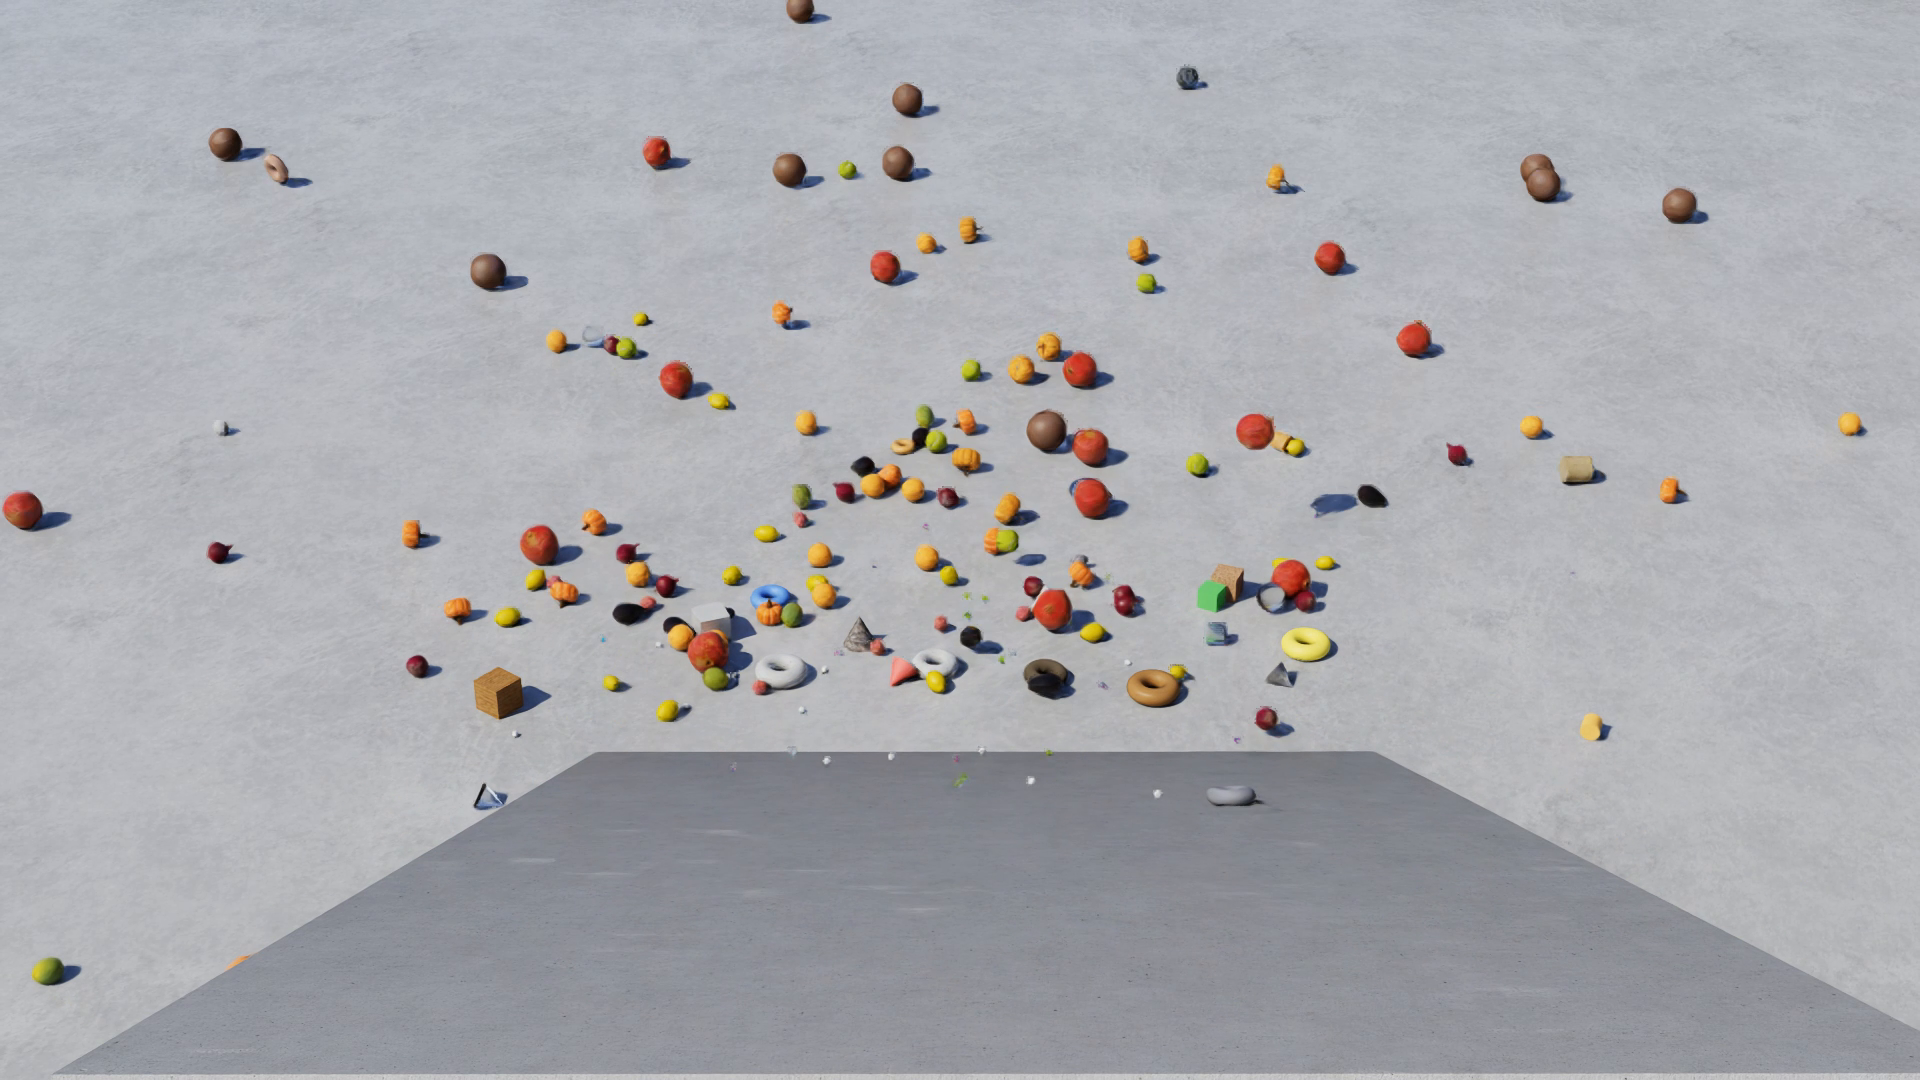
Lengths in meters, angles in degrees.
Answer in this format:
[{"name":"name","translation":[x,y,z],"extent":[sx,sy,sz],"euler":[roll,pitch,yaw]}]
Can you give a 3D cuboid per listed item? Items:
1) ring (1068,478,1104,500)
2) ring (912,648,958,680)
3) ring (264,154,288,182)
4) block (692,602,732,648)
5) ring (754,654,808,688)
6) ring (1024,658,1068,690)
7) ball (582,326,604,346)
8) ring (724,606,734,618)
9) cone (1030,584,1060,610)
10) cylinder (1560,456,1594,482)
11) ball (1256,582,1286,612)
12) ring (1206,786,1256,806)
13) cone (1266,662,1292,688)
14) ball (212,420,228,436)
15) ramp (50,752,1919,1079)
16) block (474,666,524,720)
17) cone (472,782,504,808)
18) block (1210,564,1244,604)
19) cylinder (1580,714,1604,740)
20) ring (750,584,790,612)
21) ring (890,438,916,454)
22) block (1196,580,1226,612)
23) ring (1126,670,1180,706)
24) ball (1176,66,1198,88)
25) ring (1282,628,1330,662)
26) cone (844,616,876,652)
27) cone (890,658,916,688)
[{"name":"ring","translation":[0.392,-0.157,8.012],"extent":[0.112,0.037,0.112],"euler":[-1,29,1]},{"name":"ring","translation":[-0.068,0.342,7.135],"extent":[0.131,0.044,0.131],"euler":[-1,30,1]},{"name":"ring","translation":[-2.689,-1.460,10.177],"extent":[0.122,0.122,0.041],"euler":[23,51,34]},{"name":"block","translation":[-0.698,0.239,7.272],"extent":[0.086,0.086,0.086],"euler":[-12,32,-19]},{"name":"ring","translation":[-0.491,0.359,7.101],"extent":[0.145,0.048,0.145],"euler":[0,28,0]},{"name":"ring","translation":[0.234,0.368,7.092],"extent":[0.121,0.040,0.121],"euler":[2,32,-1]},{"name":"ball","translation":[-1.266,-0.704,8.928],"extent":[0.075,0.075,0.075],"euler":[0,30,0]},{"name":"ring","translation":[-0.678,0.207,7.354],"extent":[0.077,0.026,0.077],"euler":[-1,-14,0]},{"name":"cone","translation":[0.231,0.180,7.426],"extent":[0.078,0.078,0.078],"euler":[-32,34,-1]},{"name":"cylinder","translation":[1.923,-0.221,8.075],"extent":[0.082,0.082,0.082],"euler":[-2,30,-6]},{"name":"ball","translation":[0.890,0.163,7.406],"extent":[0.084,0.084,0.084],"euler":[0,30,0]},{"name":"ring","translation":[0.559,0.528,5.345],"extent":[0.103,0.034,0.103],"euler":[-1,1,0]},{"name":"cone","translation":[0.885,0.382,7.077],"extent":[0.071,0.071,0.071],"euler":[42,44,13]},{"name":"ball","translation":[-2.389,-0.364,8.359],"extent":[0.051,0.051,0.051],"euler":[0,30,0]},{"name":"ramp","translation":[0.067,0.596,4.652],"extent":[2.000,0.100,4.000],"euler":[0,0,0]},{"name":"block","translation":[-1.242,0.412,6.966],"extent":[0.090,0.090,0.090],"euler":[22,36,33]},{"name":"cone","translation":[-1.194,0.662,6.588],"extent":[0.072,0.072,0.072],"euler":[25,29,-10]},{"name":"block","translation":[0.772,0.126,7.479],"extent":[0.076,0.076,0.076],"euler":[12,32,19]},{"name":"cylinder","translation":[1.674,0.496,6.858],"extent":[0.052,0.052,0.052],"euler":[11,32,18]},{"name":"ring","translation":[-0.545,0.168,7.445],"extent":[0.116,0.039,0.116],"euler":[0,31,0]},{"name":"ring","translation":[-0.182,-0.299,8.271],"extent":[0.081,0.027,0.081],"euler":[0,28,0]},{"name":"block","translation":[0.722,0.162,7.432],"extent":[0.061,0.061,0.061],"euler":[16,34,26]},{"name":"ring","translation":[0.525,0.401,7.027],"extent":[0.146,0.049,0.146],"euler":[1,30,-1]},{"name":"ball","translation":[0.981,-1.993,11.159],"extent":[0.093,0.093,0.093],"euler":[0,30,0]},{"name":"ring","translation":[0.966,0.291,7.223],"extent":[0.138,0.046,0.138],"euler":[-1,30,1]},{"name":"cone","translation":[-0.281,0.251,7.243],"extent":[0.093,0.093,0.093],"euler":[0,30,0]},{"name":"cone","translation":[-0.171,0.375,7.085],"extent":[0.077,0.077,0.077],"euler":[22,63,33]}]
